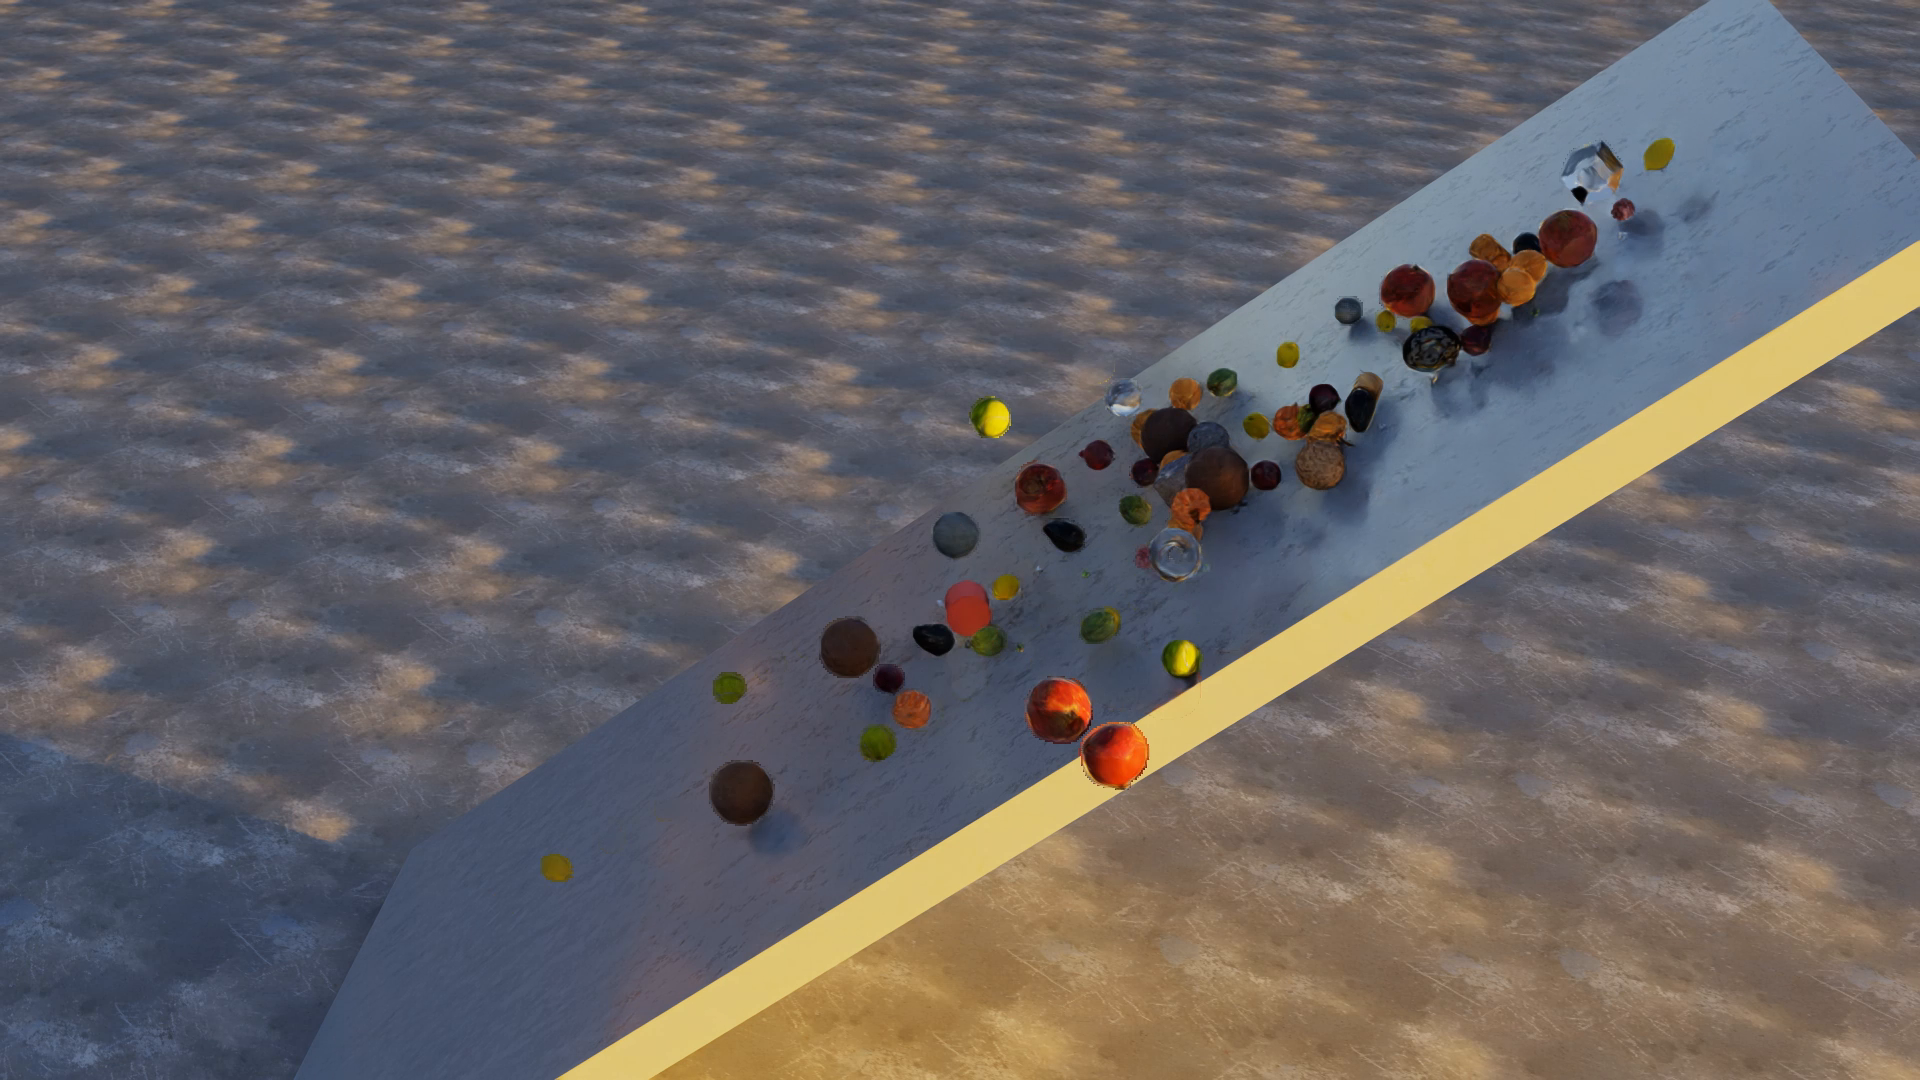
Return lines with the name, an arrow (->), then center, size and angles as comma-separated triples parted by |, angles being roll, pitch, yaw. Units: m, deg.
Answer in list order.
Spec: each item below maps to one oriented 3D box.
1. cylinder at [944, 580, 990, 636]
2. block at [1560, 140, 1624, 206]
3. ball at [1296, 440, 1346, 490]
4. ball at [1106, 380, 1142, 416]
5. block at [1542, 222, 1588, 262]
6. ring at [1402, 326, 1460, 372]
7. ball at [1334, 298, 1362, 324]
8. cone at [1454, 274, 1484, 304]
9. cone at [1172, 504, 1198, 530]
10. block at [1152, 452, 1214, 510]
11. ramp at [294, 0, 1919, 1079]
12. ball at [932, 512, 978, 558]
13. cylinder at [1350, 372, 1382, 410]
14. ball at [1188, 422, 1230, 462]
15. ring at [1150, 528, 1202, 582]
cylinder -> 0.016, 0.146, 6.276 | 0.093, 0.093, 0.093 | -1, 21, -4
block -> 1.276, -0.739, 5.933 | 0.079, 0.079, 0.079 | -19, 34, 46
ball -> 0.691, -0.143, 5.636 | 0.094, 0.094, 0.094 | 0, 22, 0
ball -> 0.338, -0.293, 6.068 | 0.076, 0.076, 0.076 | 0, 22, 0
block -> 1.209, -0.595, 5.881 | 0.053, 0.053, 0.053 | -44, 17, -23
ring -> 0.926, -0.375, 5.776 | 0.116, 0.116, 0.039 | -3, 51, -7
ball -> 0.844, -0.498, 6.395 | 0.059, 0.059, 0.059 | 0, 22, 0
cone -> 1.035, -0.503, 5.901 | 0.061, 0.061, 0.061 | -4, 19, -41
cone -> 0.440, -0.031, 5.915 | 0.060, 0.060, 0.060 | 27, -2, 1
block -> 0.463, -0.119, 6.098 | 0.078, 0.078, 0.078 | -25, 20, 38
ramp -> 0.134, 0.175, 6.311 | 4.000, 0.100, 2.000 | -33, 16, 15
ball -> -0.009, -0.010, 5.811 | 0.091, 0.091, 0.091 | 0, 22, 0
cylinder -> 0.809, -0.296, 5.852 | 0.055, 0.055, 0.055 | 7, 35, 17
ball -> 0.524, -0.206, 6.201 | 0.088, 0.088, 0.088 | 0, 22, 0
ring -> 0.418, 0.030, 5.707 | 0.108, 0.108, 0.036 | -8, -11, -19
